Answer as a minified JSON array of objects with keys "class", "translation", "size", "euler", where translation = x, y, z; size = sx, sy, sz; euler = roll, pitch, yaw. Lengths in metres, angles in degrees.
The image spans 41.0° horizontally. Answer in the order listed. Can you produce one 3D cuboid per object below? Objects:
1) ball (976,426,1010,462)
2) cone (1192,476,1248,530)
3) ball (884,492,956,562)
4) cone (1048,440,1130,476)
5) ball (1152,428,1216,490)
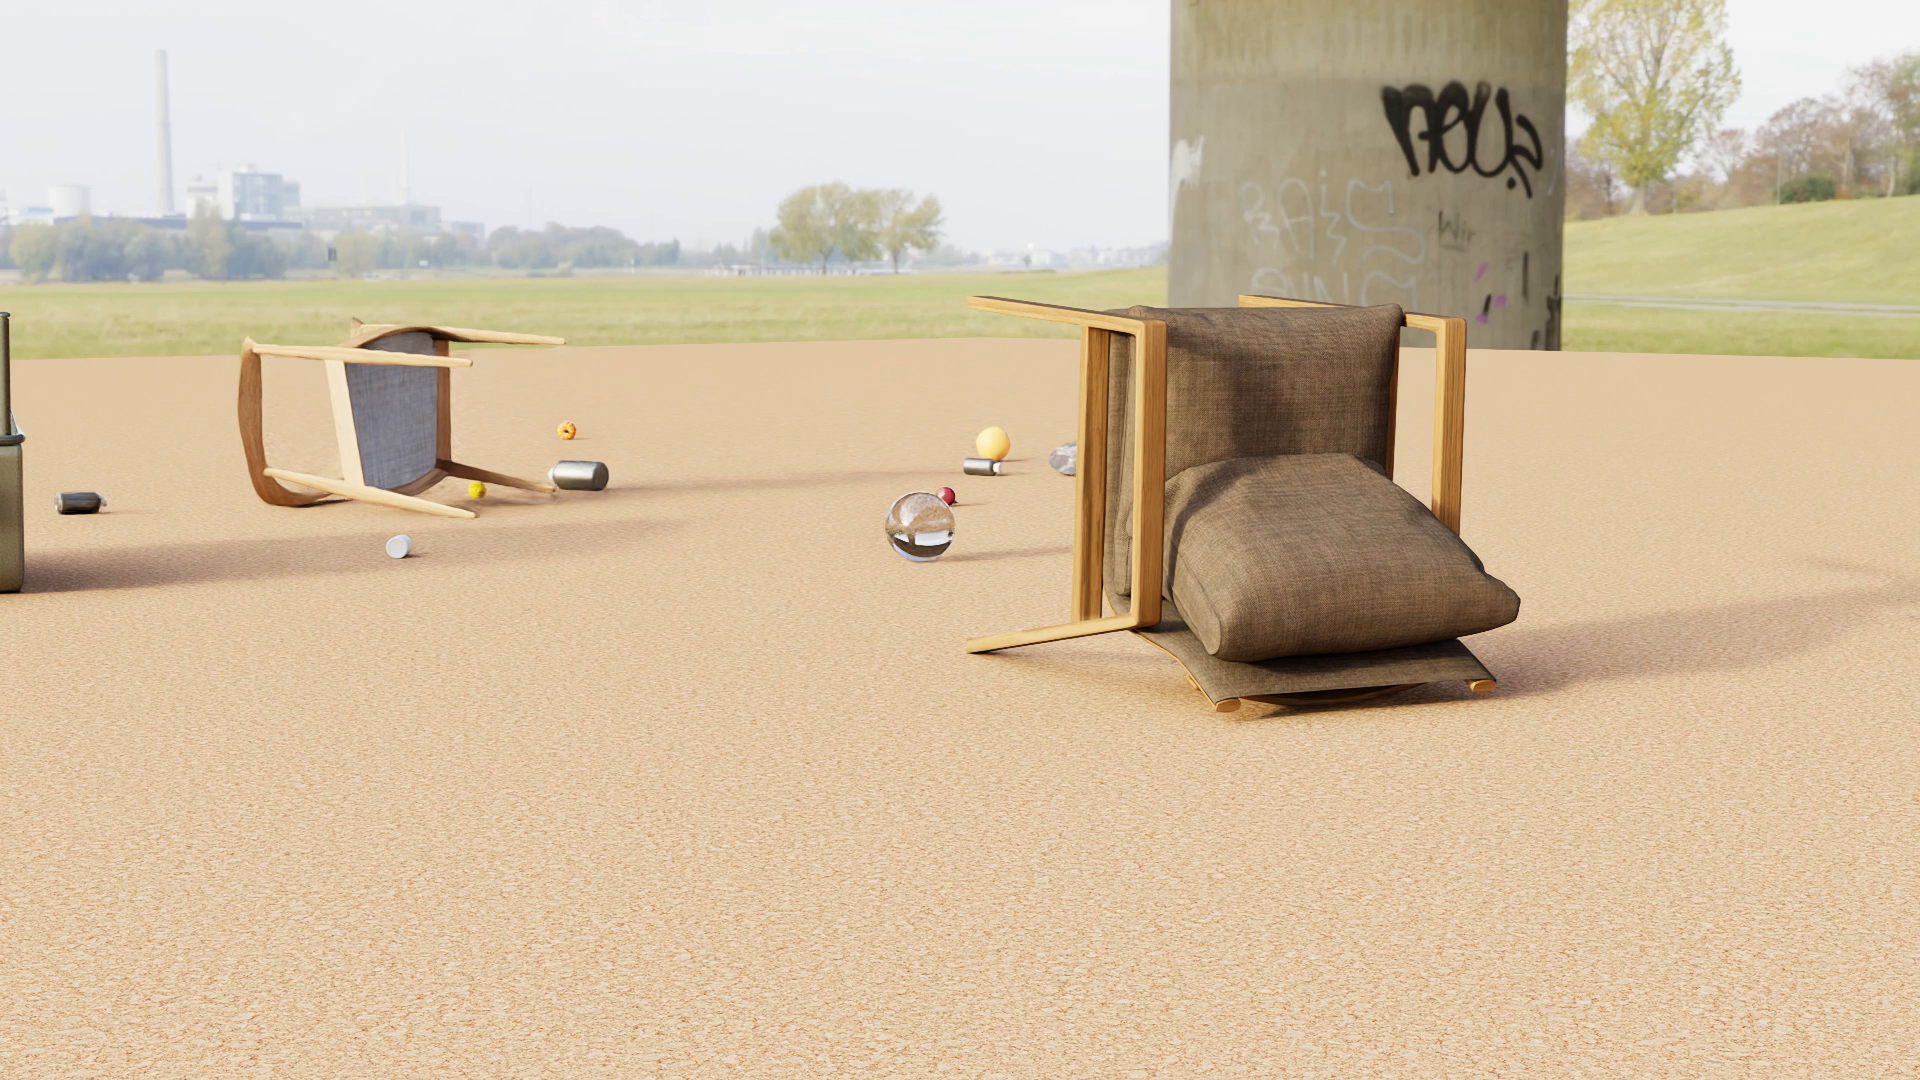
[{"class":"ball","translation":[0.120,-0.341,9.125],"size":[0.122,0.122,0.122],"euler":[0,6,0]},{"class":"cone","translation":[0.657,-0.063,6.699],"size":[0.159,0.147,0.151],"euler":[-13,25,31]},{"class":"ball","translation":[-0.092,-0.031,5.917],"size":[0.163,0.163,0.163],"euler":[0,6,0]},{"class":"cone","translation":[0.388,-0.251,8.556],"size":[0.307,0.124,0.203],"euler":[-5,-10,-25]},{"class":"ball","translation":[0.687,-0.248,7.877],"size":[0.193,0.193,0.193],"euler":[0,6,0]}]
